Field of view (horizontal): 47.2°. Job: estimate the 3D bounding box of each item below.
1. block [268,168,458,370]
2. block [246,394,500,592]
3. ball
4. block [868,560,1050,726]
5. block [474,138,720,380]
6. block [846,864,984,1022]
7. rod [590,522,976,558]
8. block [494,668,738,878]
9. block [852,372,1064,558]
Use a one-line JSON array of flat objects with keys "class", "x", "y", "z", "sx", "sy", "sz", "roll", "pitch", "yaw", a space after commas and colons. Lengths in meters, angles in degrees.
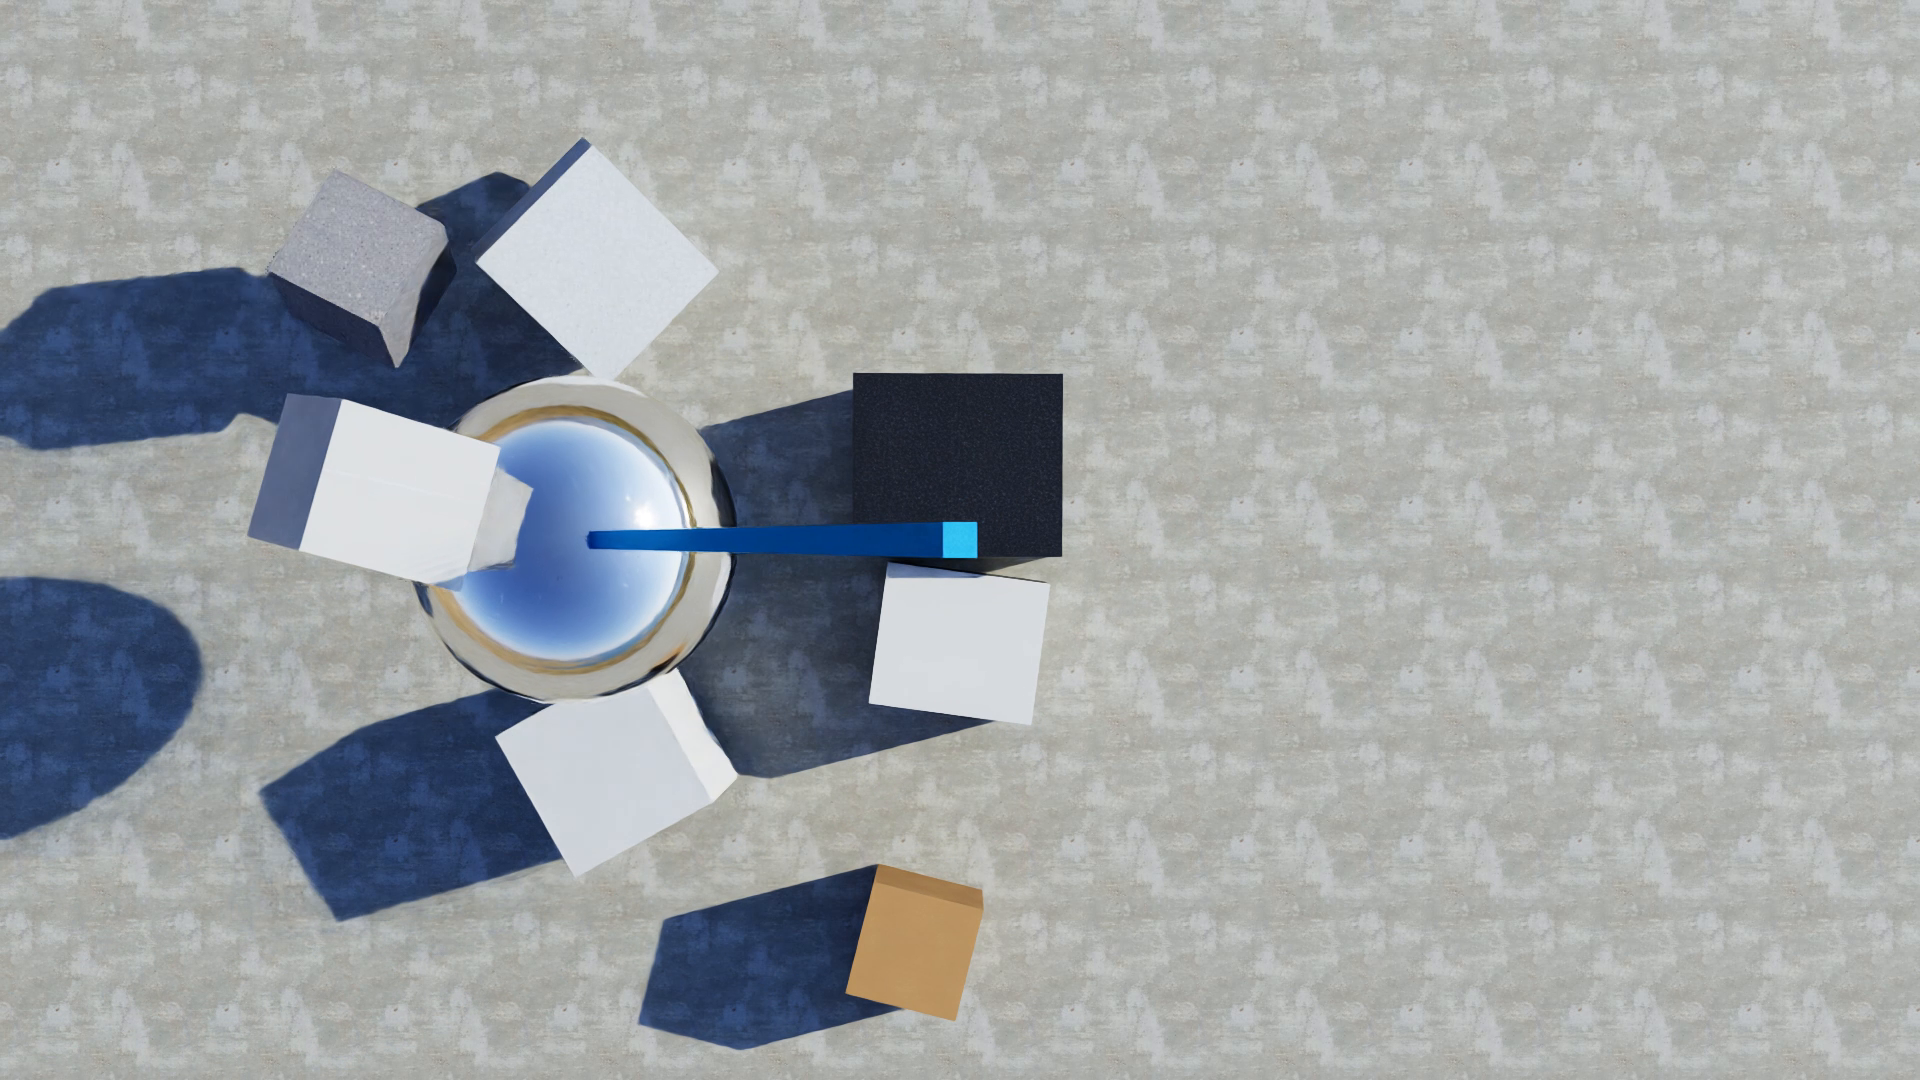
[{"class": "block", "x": -3.274, "y": -1.483, "z": 12.118, "sx": 0.667, "sy": 0.688, "sz": 0.676, "roll": 27, "pitch": 74, "yaw": 1}, {"class": "block", "x": -2.581, "y": -0.211, "z": 9.673, "sx": 0.742, "sy": 0.683, "sz": 0.659, "roll": 18, "pitch": 84, "yaw": -36}, {"class": "ball", "x": -1.876, "y": 0.000, "z": 10.656, "sx": 1.600, "sy": 1.600, "sz": 1.600, "roll": 0, "pitch": 90, "yaw": 0}, {"class": "block", "x": -0.003, "y": 0.574, "z": 12.586, "sx": 0.908, "sy": 0.829, "sz": 0.789, "roll": 8, "pitch": 90, "yaw": 0}, {"class": "block", "x": -2.069, "y": -1.587, "z": 12.422, "sx": 0.894, "sy": 0.895, "sz": 0.969, "roll": -45, "pitch": 109, "yaw": 0}, {"class": "block", "x": -0.254, "y": 2.303, "z": 12.650, "sx": 0.635, "sy": 0.700, "sz": 0.644, "roll": 14, "pitch": 90, "yaw": 0}, {"class": "rod", "x": -0.813, "y": 0.000, "z": 7.426, "sx": 0.080, "sy": 5.200, "sz": 0.080, "roll": 0, "pitch": 90, "yaw": -18}, {"class": "block", "x": -1.929, "y": 1.231, "z": 12.470, "sx": 0.888, "sy": 0.777, "sz": 0.897, "roll": -29, "pitch": 92, "yaw": 6}, {"class": "block", "x": -0.012, "y": -0.407, "z": 12.456, "sx": 1.138, "sy": 1.087, "sz": 0.994, "roll": 0, "pitch": 90, "yaw": 0}]
